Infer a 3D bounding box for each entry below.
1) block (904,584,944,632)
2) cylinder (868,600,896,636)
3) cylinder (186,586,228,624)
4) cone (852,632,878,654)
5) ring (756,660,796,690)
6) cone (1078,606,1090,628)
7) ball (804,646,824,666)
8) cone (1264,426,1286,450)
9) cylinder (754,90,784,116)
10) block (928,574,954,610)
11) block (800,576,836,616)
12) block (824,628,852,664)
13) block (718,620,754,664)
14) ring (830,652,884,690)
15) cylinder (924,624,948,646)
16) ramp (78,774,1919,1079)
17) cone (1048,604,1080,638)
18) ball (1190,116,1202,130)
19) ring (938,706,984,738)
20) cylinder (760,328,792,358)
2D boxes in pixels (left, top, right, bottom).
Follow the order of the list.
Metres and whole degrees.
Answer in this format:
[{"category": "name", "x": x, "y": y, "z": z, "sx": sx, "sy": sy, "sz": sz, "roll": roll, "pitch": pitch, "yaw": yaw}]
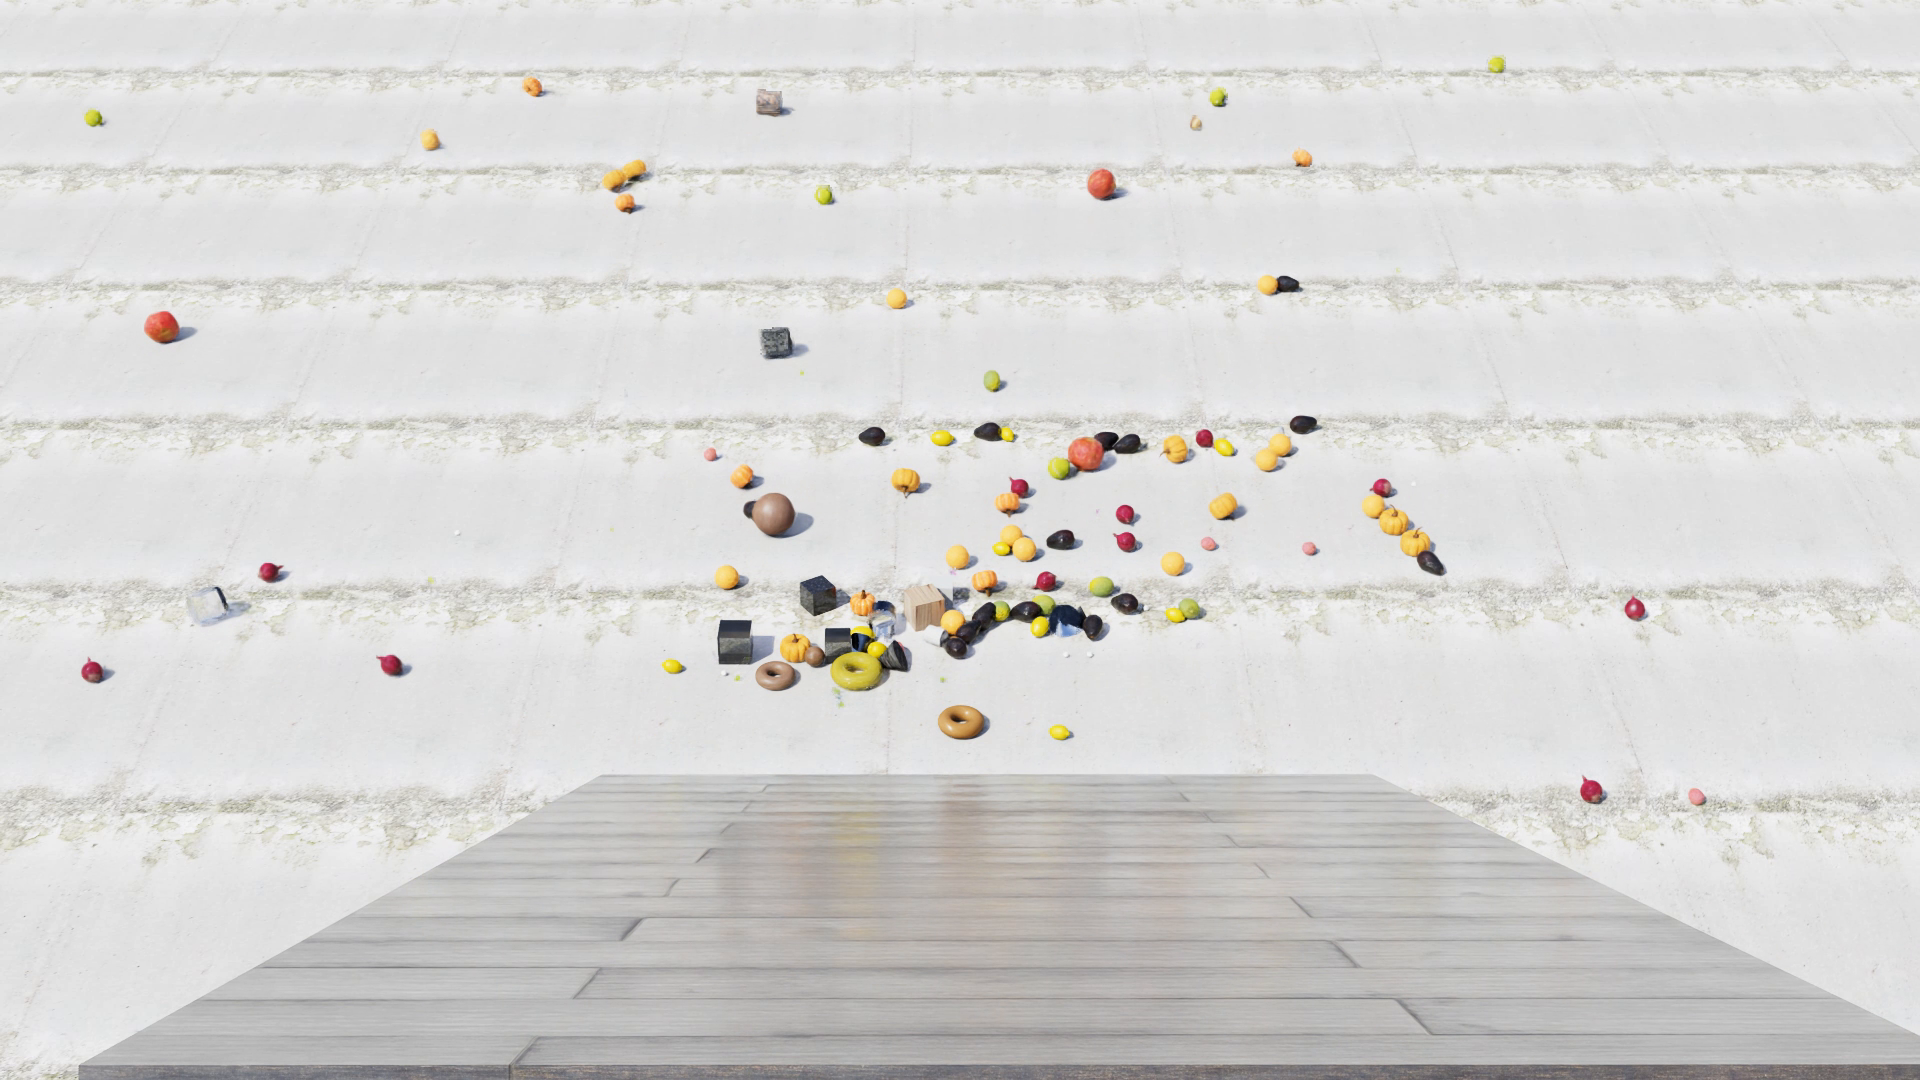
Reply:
[{"category": "block", "x": -0.103, "y": 0.194, "z": 7.454, "sx": 0.090, "sy": 0.090, "sz": 0.090, "roll": -13, "pitch": 34, "yaw": -20}, {"category": "cylinder", "x": -0.222, "y": 0.225, "z": 7.420, "sx": 0.076, "sy": 0.076, "sz": 0.076, "roll": 1, "pitch": 32, "yaw": 2}, {"category": "cylinder", "x": -2.168, "y": 0.189, "z": 7.466, "sx": 0.088, "sy": 0.088, "sz": 0.088, "roll": -22, "pitch": 38, "yaw": -31}, {"category": "cone", "x": -0.284, "y": 0.316, "z": 7.312, "sx": 0.080, "sy": 0.080, "sz": 0.080, "roll": 12, "pitch": 61, "yaw": 19}, {"category": "ring", "x": -0.514, "y": 0.377, "z": 7.215, "sx": 0.113, "sy": 0.038, "sz": 0.113, "roll": 1, "pitch": 33, "yaw": 0}, {"category": "cone", "x": 0.345, "y": 0.213, "z": 7.452, "sx": 0.061, "sy": 0.061, "sz": 0.061, "roll": 0, "pitch": 32, "yaw": 0}, {"category": "ball", "x": -0.408, "y": 0.326, "z": 7.275, "sx": 0.058, "sy": 0.058, "sz": 0.058, "roll": 0, "pitch": 32, "yaw": 0}, {"category": "cone", "x": 1.026, "y": -0.314, "z": 8.316, "sx": 0.072, "sy": 0.072, "sz": 0.072, "roll": -17, "pitch": 63, "yaw": -25}, {"category": "cylinder", "x": -0.782, "y": -1.785, "z": 10.597, "sx": 0.090, "sy": 0.090, "sz": 0.090, "roll": -6, "pitch": 30, "yaw": 19}, {"category": "block", "x": -0.057, "y": 0.150, "z": 7.540, "sx": 0.074, "sy": 0.074, "sz": 0.074, "roll": 1, "pitch": 32, "yaw": 2}, {"category": "block", "x": -0.412, "y": 0.162, "z": 7.519, "sx": 0.077, "sy": 0.077, "sz": 0.077, "roll": -19, "pitch": 37, "yaw": -28}, {"category": "block", "x": -0.344, "y": 0.298, "z": 7.306, "sx": 0.073, "sy": 0.073, "sz": 0.073, "roll": -1, "pitch": 32, "yaw": -1}, {"category": "block", "x": -0.633, "y": 0.288, "z": 7.305, "sx": 0.091, "sy": 0.091, "sz": 0.091, "roll": 0, "pitch": 32, "yaw": 1}, {"category": "ring", "x": -0.288, "y": 0.365, "z": 7.223, "sx": 0.148, "sy": 0.049, "sz": 0.148, "roll": 0, "pitch": 33, "yaw": 0}, {"category": "cylinder", "x": -0.069, "y": 0.272, "z": 7.368, "sx": 0.051, "sy": 0.051, "sz": 0.051, "roll": 17, "pitch": 36, "yaw": 24}, {"category": "ramp", "x": 0.072, "y": 0.630, "z": 4.726, "sx": 2.000, "sy": 0.100, "sz": 4.000, "roll": 0, "pitch": -1, "yaw": 0}, {"category": "cone", "x": 0.287, "y": 0.227, "z": 7.447, "sx": 0.095, "sy": 0.095, "sz": 0.095, "roll": -8, "pitch": 7, "yaw": -13}, {"category": "ball", "x": 0.951, "y": -1.683, "z": 10.470, "sx": 0.052, "sy": 0.052, "sz": 0.052, "roll": 0, "pitch": 32, "yaw": 0}, {"category": "ring", "x": 0.003, "y": 0.493, "z": 7.026, "sx": 0.128, "sy": 0.043, "sz": 0.128, "roll": 1, "pitch": 31, "yaw": -1}, {"category": "cylinder", "x": -0.626, "y": -0.669, "z": 8.823, "sx": 0.092, "sy": 0.092, "sz": 0.092, "roll": -7, "pitch": 33, "yaw": -12}]
